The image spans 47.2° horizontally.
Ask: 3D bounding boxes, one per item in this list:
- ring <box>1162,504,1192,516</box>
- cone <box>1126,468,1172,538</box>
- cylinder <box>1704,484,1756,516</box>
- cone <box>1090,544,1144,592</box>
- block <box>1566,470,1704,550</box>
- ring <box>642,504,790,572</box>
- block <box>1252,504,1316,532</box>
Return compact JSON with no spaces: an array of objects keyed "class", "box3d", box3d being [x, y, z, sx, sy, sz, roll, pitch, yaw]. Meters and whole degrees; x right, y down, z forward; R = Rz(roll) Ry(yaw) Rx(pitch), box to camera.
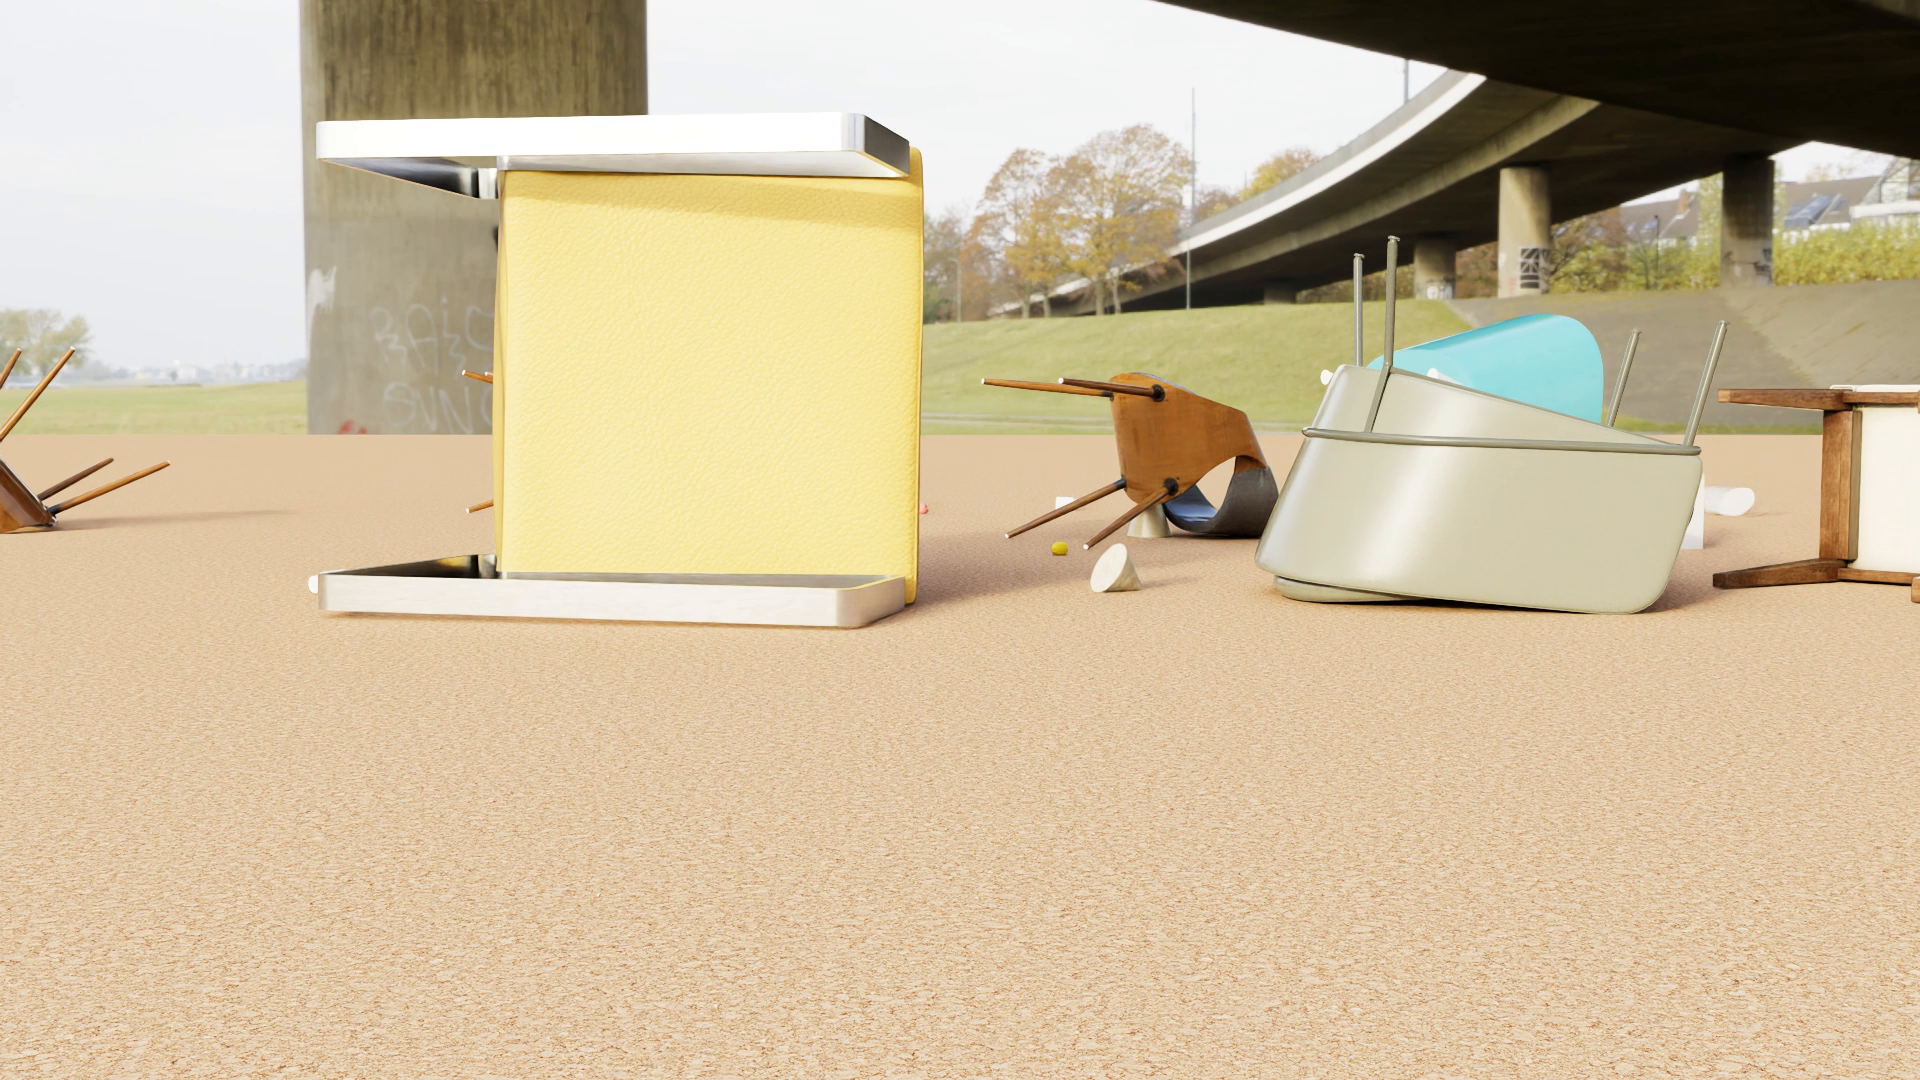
[{"class":"ring","box3d":[0.770,-0.109,7.858,0.115,0.038,0.154,0,3,8]},{"class":"cone","box3d":[0.578,-0.119,6.711,0.140,0.215,0.204,0,4,3]},{"class":"cylinder","box3d":[2.719,-0.141,7.837,0.145,0.094,0.201,-25,7,-6]},{"class":"cone","box3d":[0.371,0.087,4.897,0.105,0.122,0.120,31,-10,-24]},{"class":"block","box3d":[1.936,-0.088,6.318,0.270,0.207,0.323,0,4,-6]},{"class":"ring","box3d":[-0.608,-0.005,5.492,0.387,0.156,0.311,-4,4,-34]},{"class":"block","box3d":[1.030,-0.071,6.989,0.168,0.081,0.122,-4,5,-44]}]
